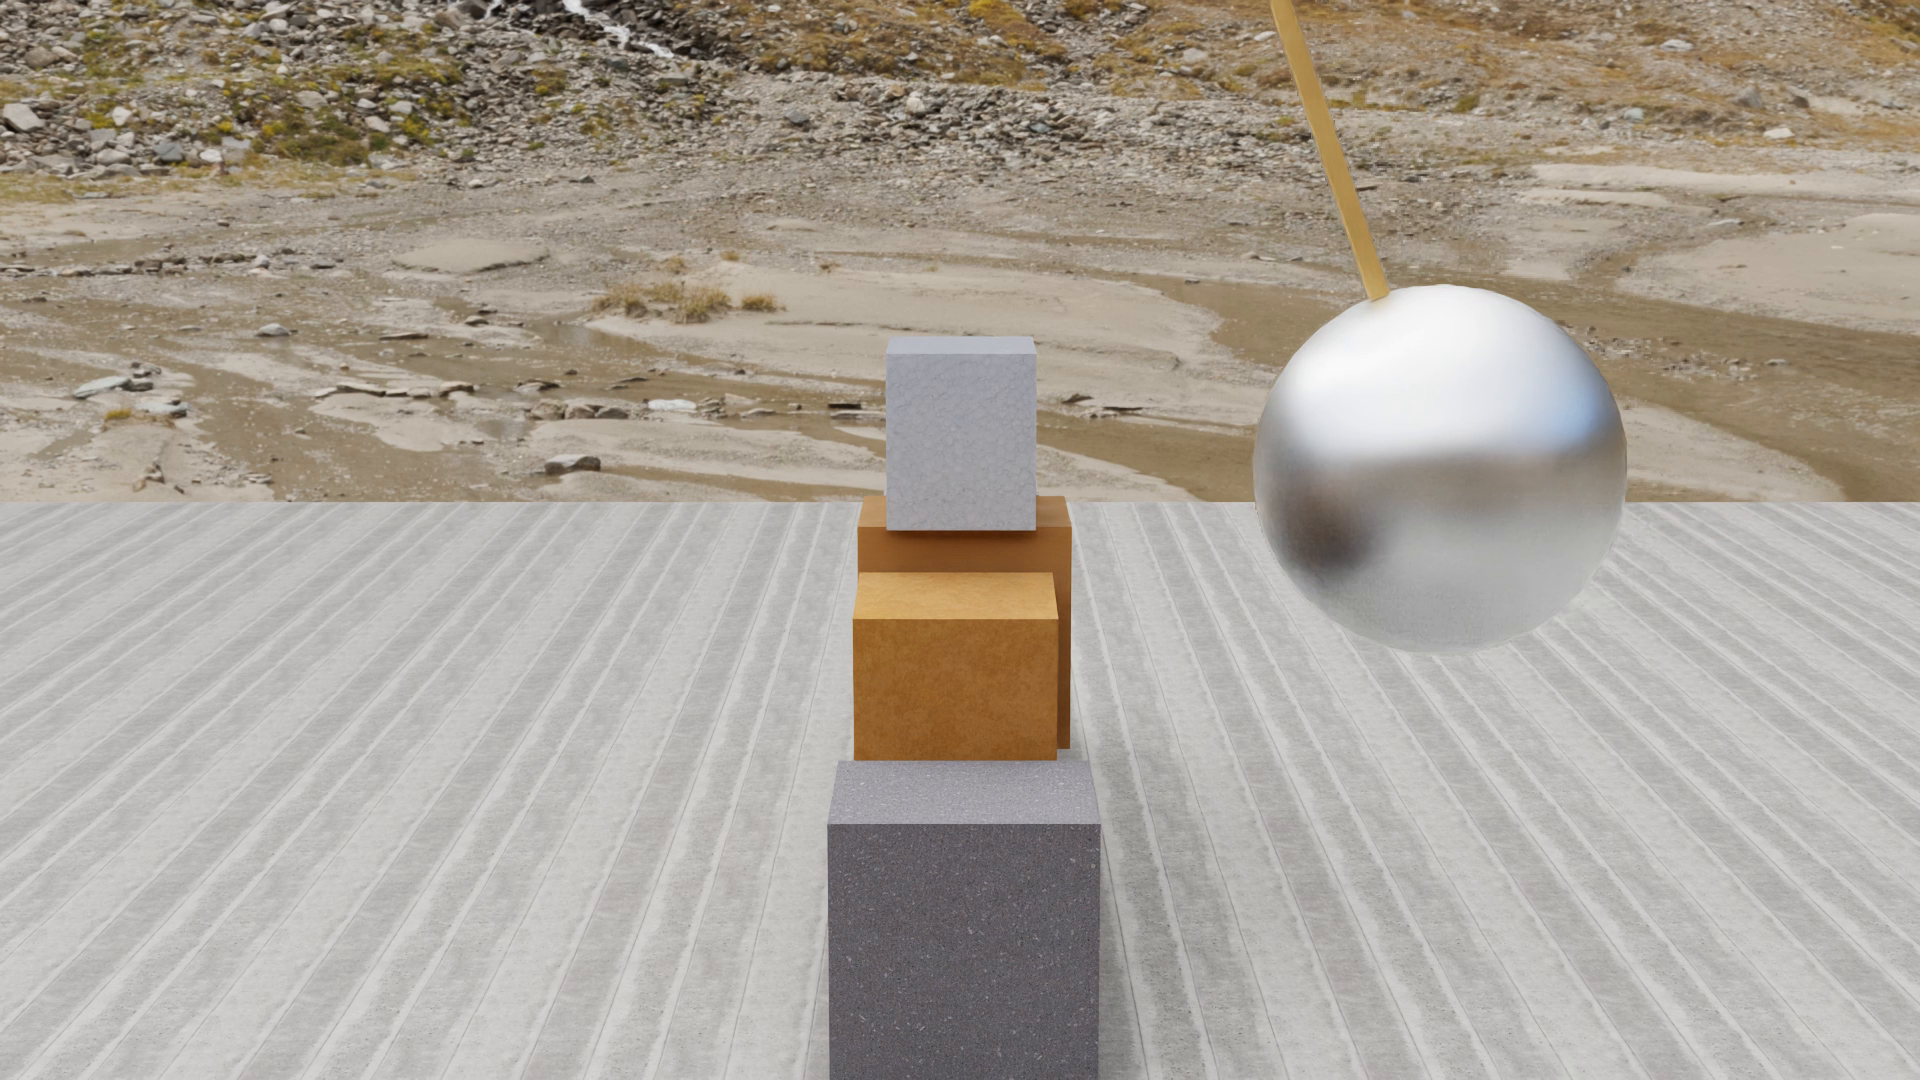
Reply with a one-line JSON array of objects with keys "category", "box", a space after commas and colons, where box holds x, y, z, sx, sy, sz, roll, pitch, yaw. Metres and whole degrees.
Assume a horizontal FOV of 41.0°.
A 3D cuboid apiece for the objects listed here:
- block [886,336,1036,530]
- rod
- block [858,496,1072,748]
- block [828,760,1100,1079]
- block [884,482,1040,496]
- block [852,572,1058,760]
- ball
[{"category": "block", "box": [0.005, -0.453, 10.645, 0.604, 0.717, 0.679, 0, 10, 0]}, {"category": "rod", "box": [0.899, -3.444, 10.554, 0.080, 5.200, 0.080, -20, 10, 4]}, {"category": "block", "box": [0.019, 0.337, 10.920, 0.875, 0.934, 0.772, 0, 10, 0]}, {"category": "block", "box": [0.014, 1.372, 9.390, 0.949, 0.940, 0.834, 0, 10, 0]}, {"category": "block", "box": [0.006, 0.134, 11.652, 0.682, 0.813, 0.730, 0, 11, 0]}, {"category": "block", "box": [-0.016, 0.581, 10.179, 0.782, 0.753, 0.690, 0, 14, 0]}, {"category": "ball", "box": [2.074, -0.305, 11.125, 1.600, 1.600, 1.600, 0, 10, 0]}]
